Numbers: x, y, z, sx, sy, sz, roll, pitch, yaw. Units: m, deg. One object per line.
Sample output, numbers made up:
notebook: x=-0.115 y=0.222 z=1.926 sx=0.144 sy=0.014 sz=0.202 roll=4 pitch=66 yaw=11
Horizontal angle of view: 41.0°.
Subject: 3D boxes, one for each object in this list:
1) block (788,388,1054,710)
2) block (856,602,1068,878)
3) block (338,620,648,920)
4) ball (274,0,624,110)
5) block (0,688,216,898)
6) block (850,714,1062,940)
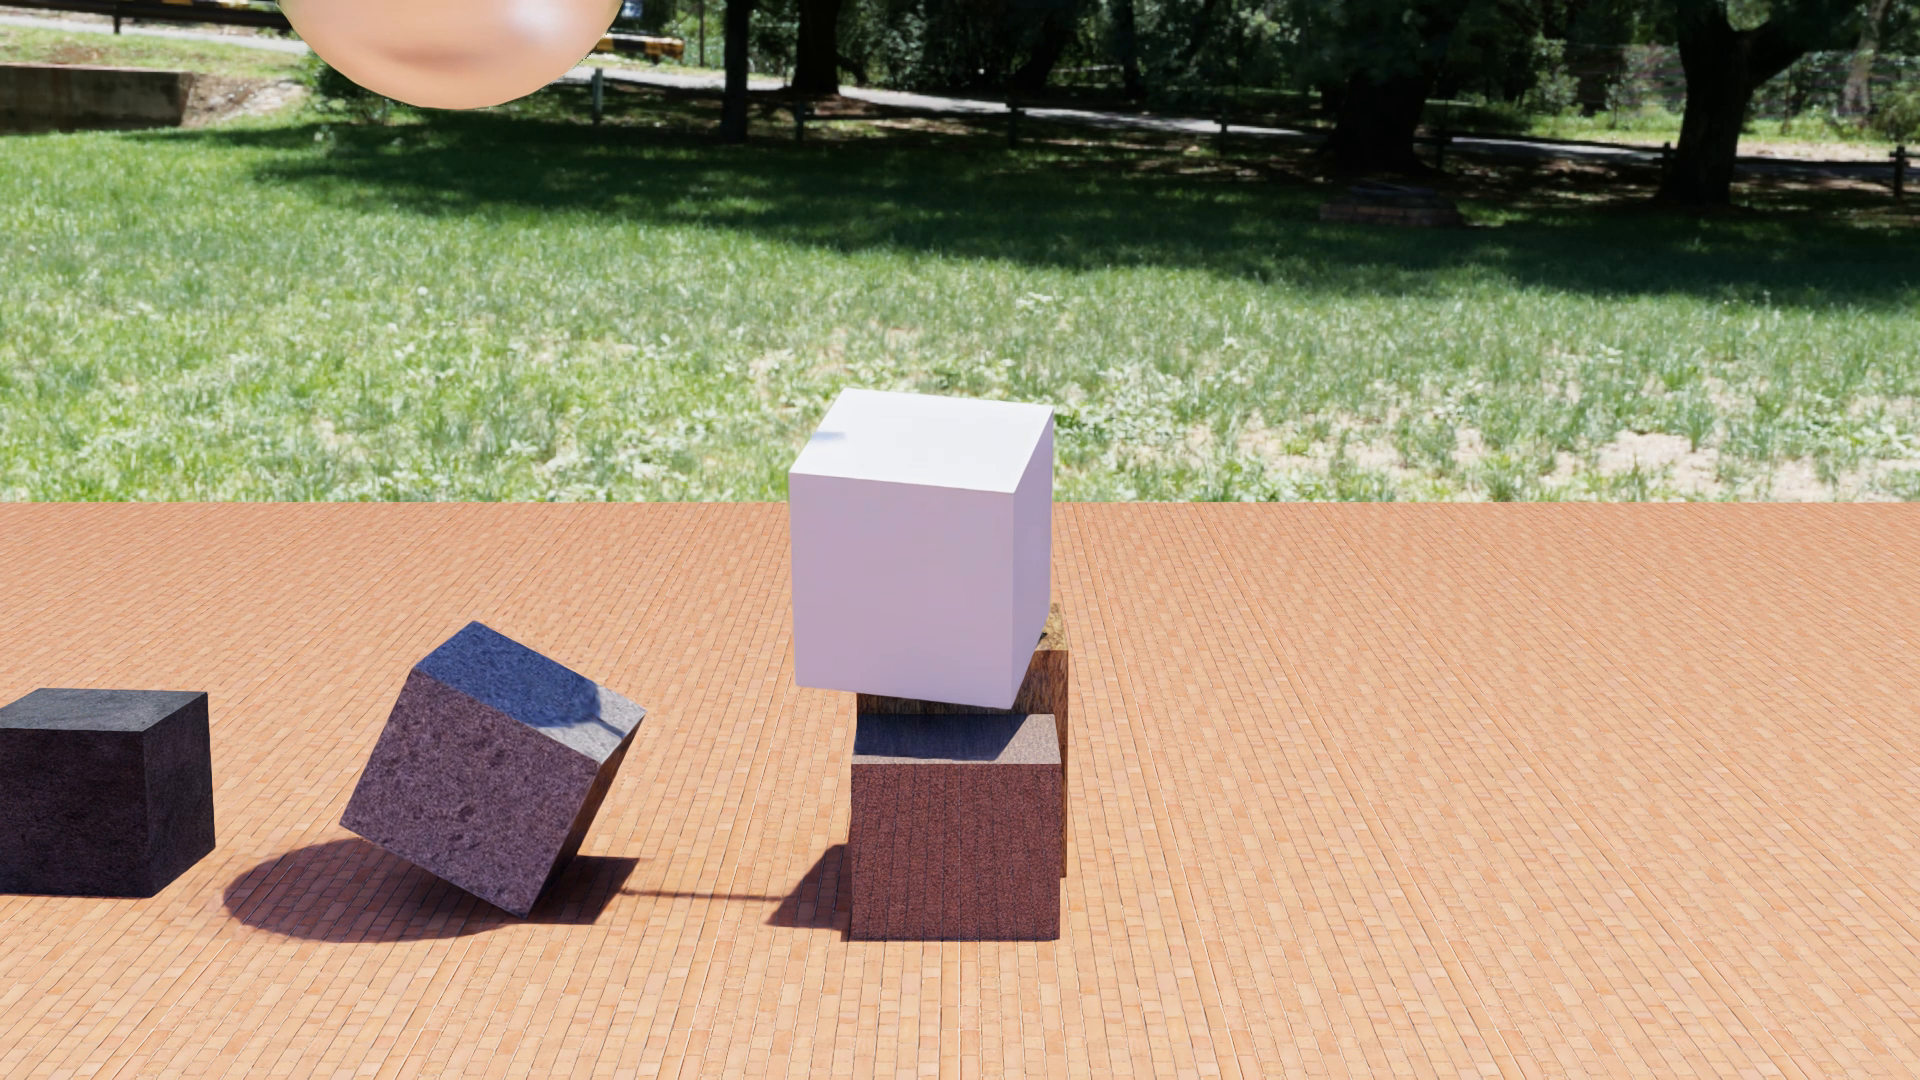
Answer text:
block: x=-0.147 y=0.020 z=10.977 sx=0.934 sy=0.998 sz=0.910 roll=5 pitch=27 yaw=11
block: x=0.010 y=0.895 z=11.764 sx=0.926 sy=1.030 sz=1.016 roll=0 pitch=10 yaw=0
block: x=-2.006 y=0.979 z=11.151 sx=0.882 sy=0.771 sz=0.927 roll=27 pitch=11 yaw=0
ball: x=-2.134 y=-2.606 z=10.707 sx=1.600 sy=1.600 sz=1.600 roll=0 pitch=10 yaw=0
block: x=-3.845 y=1.109 z=11.398 sx=0.789 sy=0.740 sz=0.723 roll=1 pitch=10 yaw=5
block: x=-0.016 y=1.201 z=10.877 sx=0.854 sy=0.745 sz=0.819 roll=0 pitch=10 yaw=0
